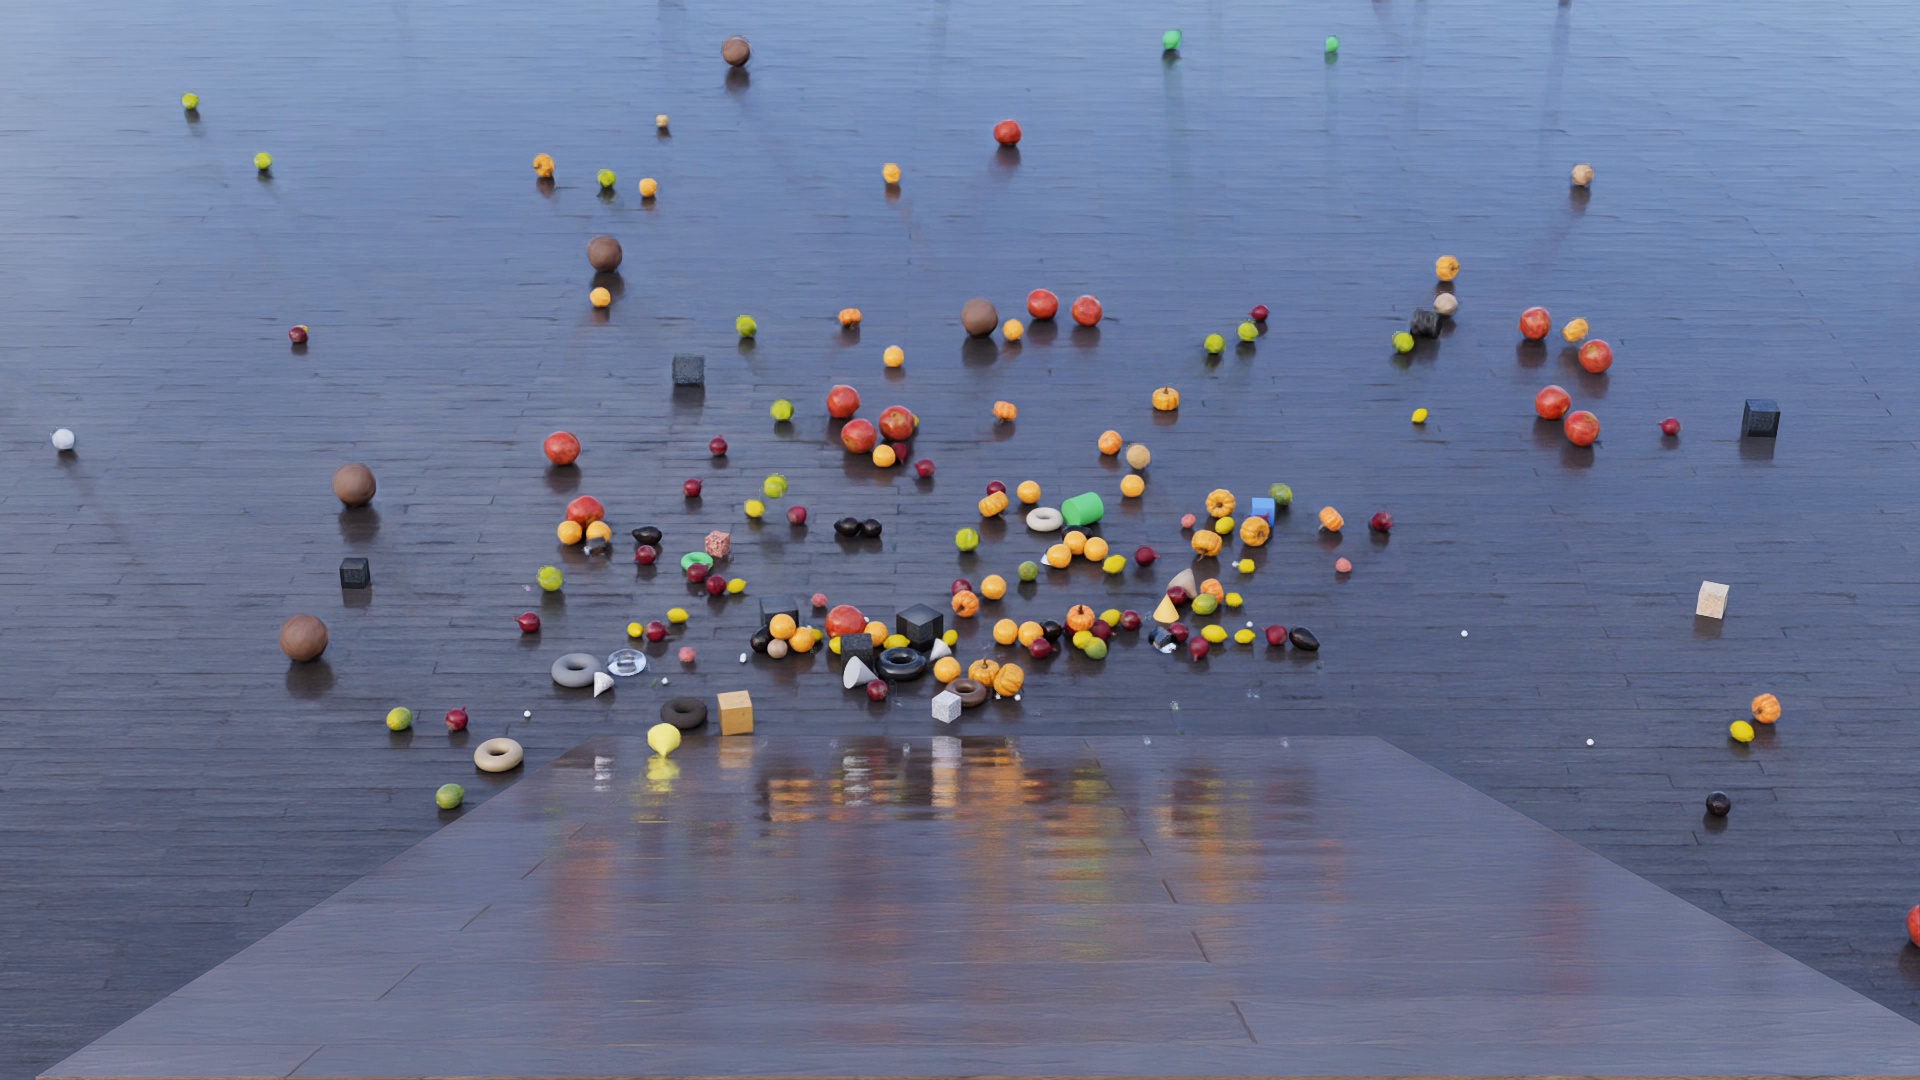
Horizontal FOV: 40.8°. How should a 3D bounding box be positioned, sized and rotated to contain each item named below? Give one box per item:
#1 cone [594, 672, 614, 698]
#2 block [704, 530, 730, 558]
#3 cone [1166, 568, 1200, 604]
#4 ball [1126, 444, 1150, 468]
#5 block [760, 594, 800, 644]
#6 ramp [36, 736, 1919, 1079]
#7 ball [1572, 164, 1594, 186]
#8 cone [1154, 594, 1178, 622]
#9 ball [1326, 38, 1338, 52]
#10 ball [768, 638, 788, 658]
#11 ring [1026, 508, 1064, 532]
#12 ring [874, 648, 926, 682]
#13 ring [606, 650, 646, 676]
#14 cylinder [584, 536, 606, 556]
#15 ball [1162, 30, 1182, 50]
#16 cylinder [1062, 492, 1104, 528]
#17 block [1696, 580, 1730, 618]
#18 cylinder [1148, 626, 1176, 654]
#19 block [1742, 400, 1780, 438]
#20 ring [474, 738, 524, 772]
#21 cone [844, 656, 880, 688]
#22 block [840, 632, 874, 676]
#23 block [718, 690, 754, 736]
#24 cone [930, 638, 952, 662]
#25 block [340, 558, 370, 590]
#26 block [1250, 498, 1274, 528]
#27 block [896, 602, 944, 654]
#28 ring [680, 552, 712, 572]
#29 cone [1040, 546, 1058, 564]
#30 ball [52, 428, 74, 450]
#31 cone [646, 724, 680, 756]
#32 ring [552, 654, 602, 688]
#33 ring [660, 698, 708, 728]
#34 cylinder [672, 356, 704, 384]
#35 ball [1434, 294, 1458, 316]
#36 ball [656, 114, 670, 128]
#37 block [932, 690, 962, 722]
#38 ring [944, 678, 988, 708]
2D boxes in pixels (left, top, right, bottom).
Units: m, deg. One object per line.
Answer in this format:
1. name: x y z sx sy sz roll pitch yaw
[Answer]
1. cone: -0.971 0.399 6.961 0.062 0.062 0.062 12 57 21
2. block: -0.718 0.012 7.652 0.054 0.054 0.054 12 30 21
3. cone: 0.659 0.148 7.411 0.095 0.095 0.095 -23 62 -36
4. ball: 0.562 -0.262 8.137 0.077 0.077 0.077 0 28 0
5. block: -0.505 0.219 7.225 0.094 0.094 0.094 -6 29 -11
6. ramp: 0.064 0.572 4.614 2.000 0.100 4.000 0 1 0
7. ball: 2.495 -1.462 10.358 0.087 0.087 0.087 0 28 0
8. cone: 0.584 0.183 7.313 0.074 0.074 0.074 0 28 0
9. ball: 1.714 -2.283 11.908 0.063 0.063 0.063 0 28 0
10. ball: -0.503 0.299 7.116 0.056 0.056 0.056 0 28 0
11. ring: 0.257 -0.062 7.808 0.113 0.038 0.113 -1 29 0
12. ring: -0.162 0.339 7.053 0.143 0.048 0.143 0 27 0
13. ring: -0.913 0.335 7.072 0.109 0.036 0.109 -1 28 1
14. cylinder: -1.079 0.018 7.642 0.054 0.054 0.054 -13 31 -23
15. ball: 0.976 -2.309 11.929 0.089 0.089 0.089 0 28 0
16. cylinder: 0.370 -0.090 7.803 0.091 0.091 0.091 -19 33 -31
17. block: 2.138 0.170 7.341 0.071 0.071 0.071 12 31 21
18. cylinder: 0.560 0.276 7.158 0.057 0.057 0.057 -17 33 -29
19. block: 2.594 -0.395 8.368 0.091 0.091 0.091 2 28 3
20. ring: -1.189 0.554 6.658 0.126 0.042 0.126 -1 29 1
21. cone: -0.255 0.369 7.004 0.089 0.089 0.089 17 19 -28
22. block: -0.282 0.314 7.059 0.085 0.085 0.085 -3 28 -5
23. block: -0.592 0.455 6.801 0.080 0.080 0.080 -6 29 -11
24. cone: -0.065 0.314 7.119 0.061 0.061 0.061 28 65 41
25. block: -1.752 0.097 7.482 0.066 0.066 0.066 1 28 3
26. block: 0.916 -0.082 7.815 0.066 0.066 0.066 2 28 3
27. block: -0.111 0.246 7.177 0.092 0.092 0.092 -25 37 -38
28. ring: -0.771 0.065 7.577 0.094 0.031 0.094 1 27 -1
29. cone: 0.264 0.037 7.607 0.052 0.052 0.052 0 28 0
30. ball: -2.864 -0.321 8.256 0.068 0.068 0.068 0 28 0
31. cone: -0.700 0.489 6.107 0.080 0.080 0.080 -4 35 -7
32. ring: -1.041 0.354 7.026 0.139 0.046 0.139 1 29 -1
33. ring: -0.731 0.457 6.838 0.125 0.042 0.125 0 27 0
34. cylinder: -0.914 -0.572 8.697 0.093 0.093 0.093 2 28 4
35. ball: 1.730 -0.838 9.201 0.083 0.083 0.083 0 28 0
36. ball: -1.265 -1.783 10.986 0.055 0.055 0.055 0 28 0
37. block: -0.035 0.442 6.852 0.055 0.055 0.055 20 34 33
38. ring: 0.014 0.410 6.928 0.119 0.040 0.119 -1 27 0
